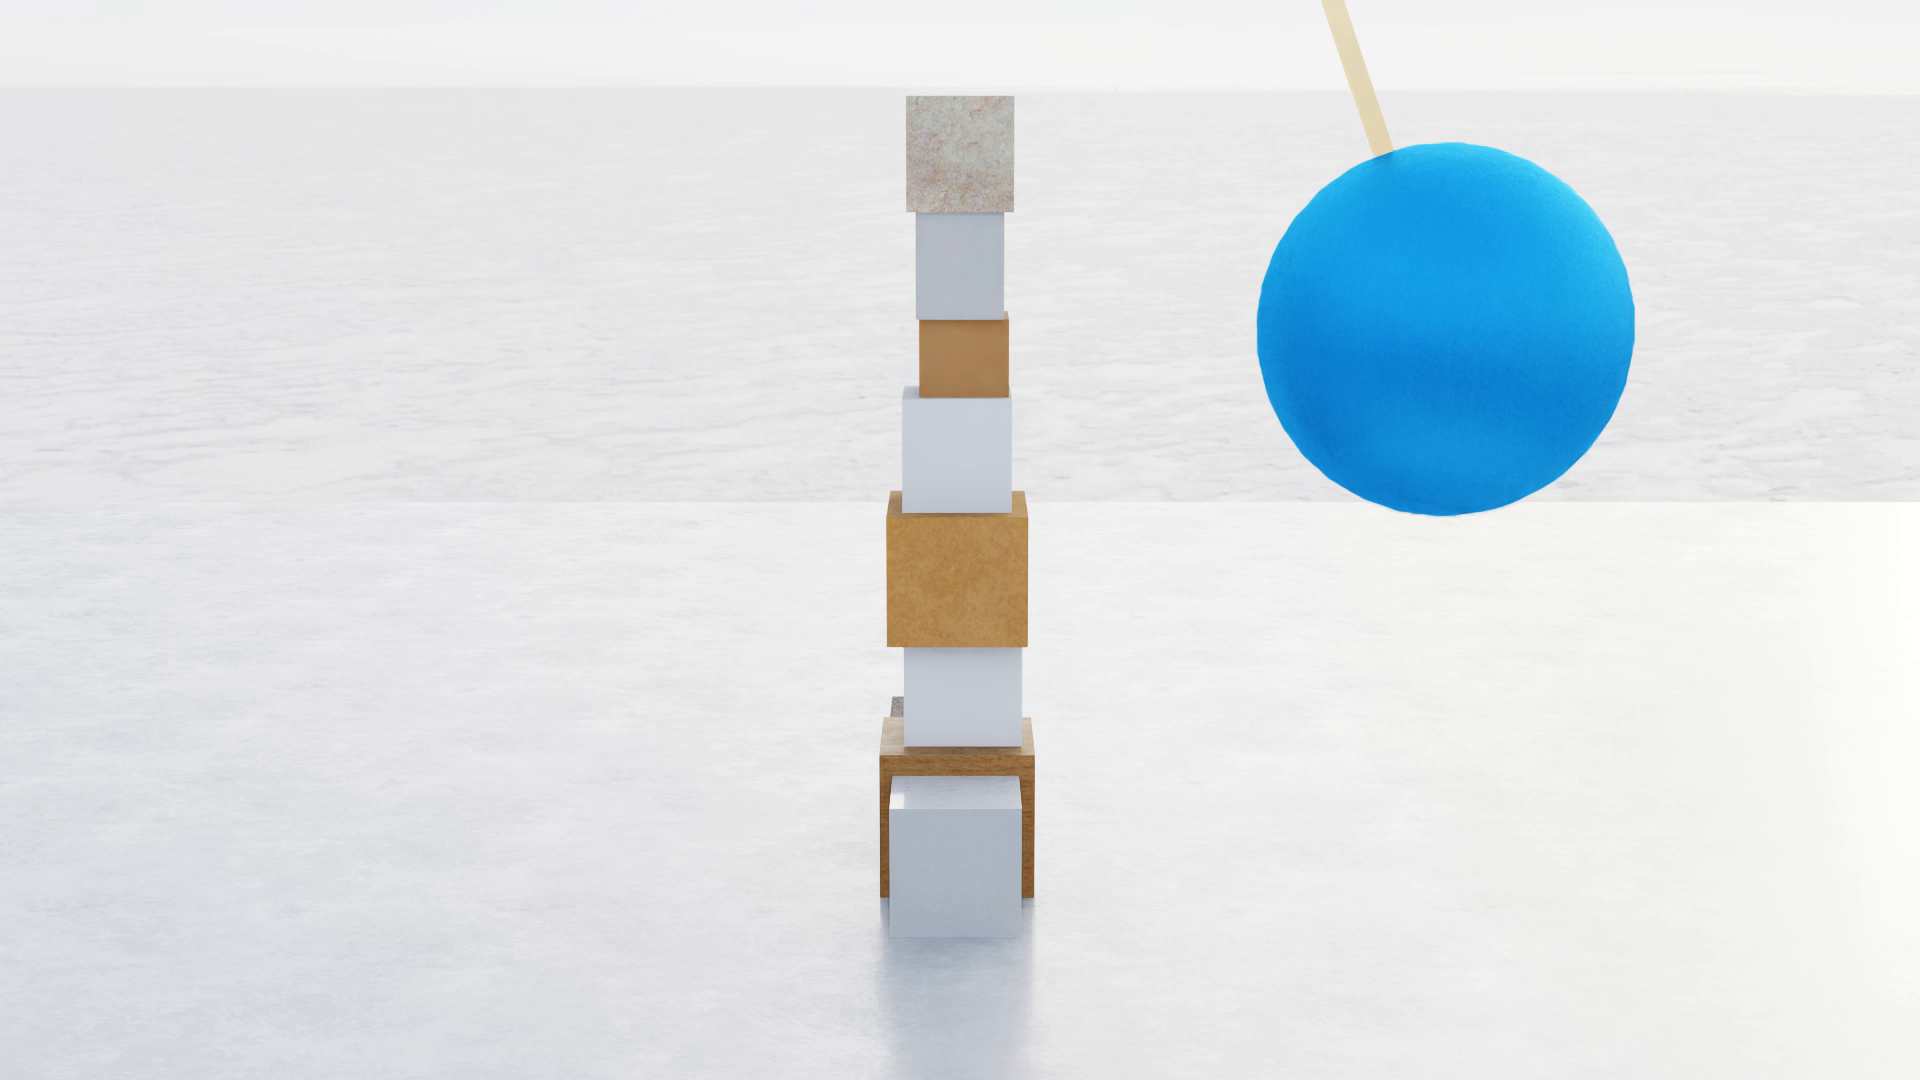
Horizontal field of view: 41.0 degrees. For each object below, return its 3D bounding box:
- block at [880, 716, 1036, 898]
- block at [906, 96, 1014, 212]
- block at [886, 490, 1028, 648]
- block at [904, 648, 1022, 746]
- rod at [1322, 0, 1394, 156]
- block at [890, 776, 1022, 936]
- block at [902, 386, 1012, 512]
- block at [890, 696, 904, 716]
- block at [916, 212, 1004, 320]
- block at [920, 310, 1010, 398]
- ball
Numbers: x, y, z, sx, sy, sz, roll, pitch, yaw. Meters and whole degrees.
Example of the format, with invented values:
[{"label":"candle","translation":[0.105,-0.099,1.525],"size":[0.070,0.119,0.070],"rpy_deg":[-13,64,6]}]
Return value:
[{"label":"block","translation":[-0.012,1.172,11.343],"size":[0.667,0.635,0.661],"rpy_deg":[0,10,0]},{"label":"block","translation":[0.001,-1.643,10.882],"size":[0.451,0.478,0.471],"rpy_deg":[0,10,0]},{"label":"block","translation":[-0.011,0.117,11.202],"size":[0.601,0.561,0.707],"rpy_deg":[0,10,0]},{"label":"block","translation":[0.013,0.622,11.293],"size":[0.511,0.465,0.472],"rpy_deg":[0,10,0]},{"label":"rod","translation":[0.899,-4.039,10.446],"size":[0.080,5.200,0.080],"rpy_deg":[-20,10,4]},{"label":"block","translation":[-0.018,1.322,10.769],"size":[0.541,0.547,0.502],"rpy_deg":[0,10,0]},{"label":"block","translation":[-0.013,-0.398,11.108],"size":[0.466,0.487,0.483],"rpy_deg":[0,10,0]},{"label":"block","translation":[-0.019,1.084,11.979],"size":[0.607,0.581,0.601],"rpy_deg":[0,10,0]},{"label":"block","translation":[0.000,-1.186,10.965],"size":[0.372,0.449,0.436],"rpy_deg":[0,10,0]},{"label":"block","translation":[0.017,-0.802,11.035],"size":[0.381,0.333,0.378],"rpy_deg":[0,10,0]},{"label":"ball","translation":[2.074,-0.900,11.017],"size":[1.600,1.600,1.600],"rpy_deg":[0,10,0]}]
